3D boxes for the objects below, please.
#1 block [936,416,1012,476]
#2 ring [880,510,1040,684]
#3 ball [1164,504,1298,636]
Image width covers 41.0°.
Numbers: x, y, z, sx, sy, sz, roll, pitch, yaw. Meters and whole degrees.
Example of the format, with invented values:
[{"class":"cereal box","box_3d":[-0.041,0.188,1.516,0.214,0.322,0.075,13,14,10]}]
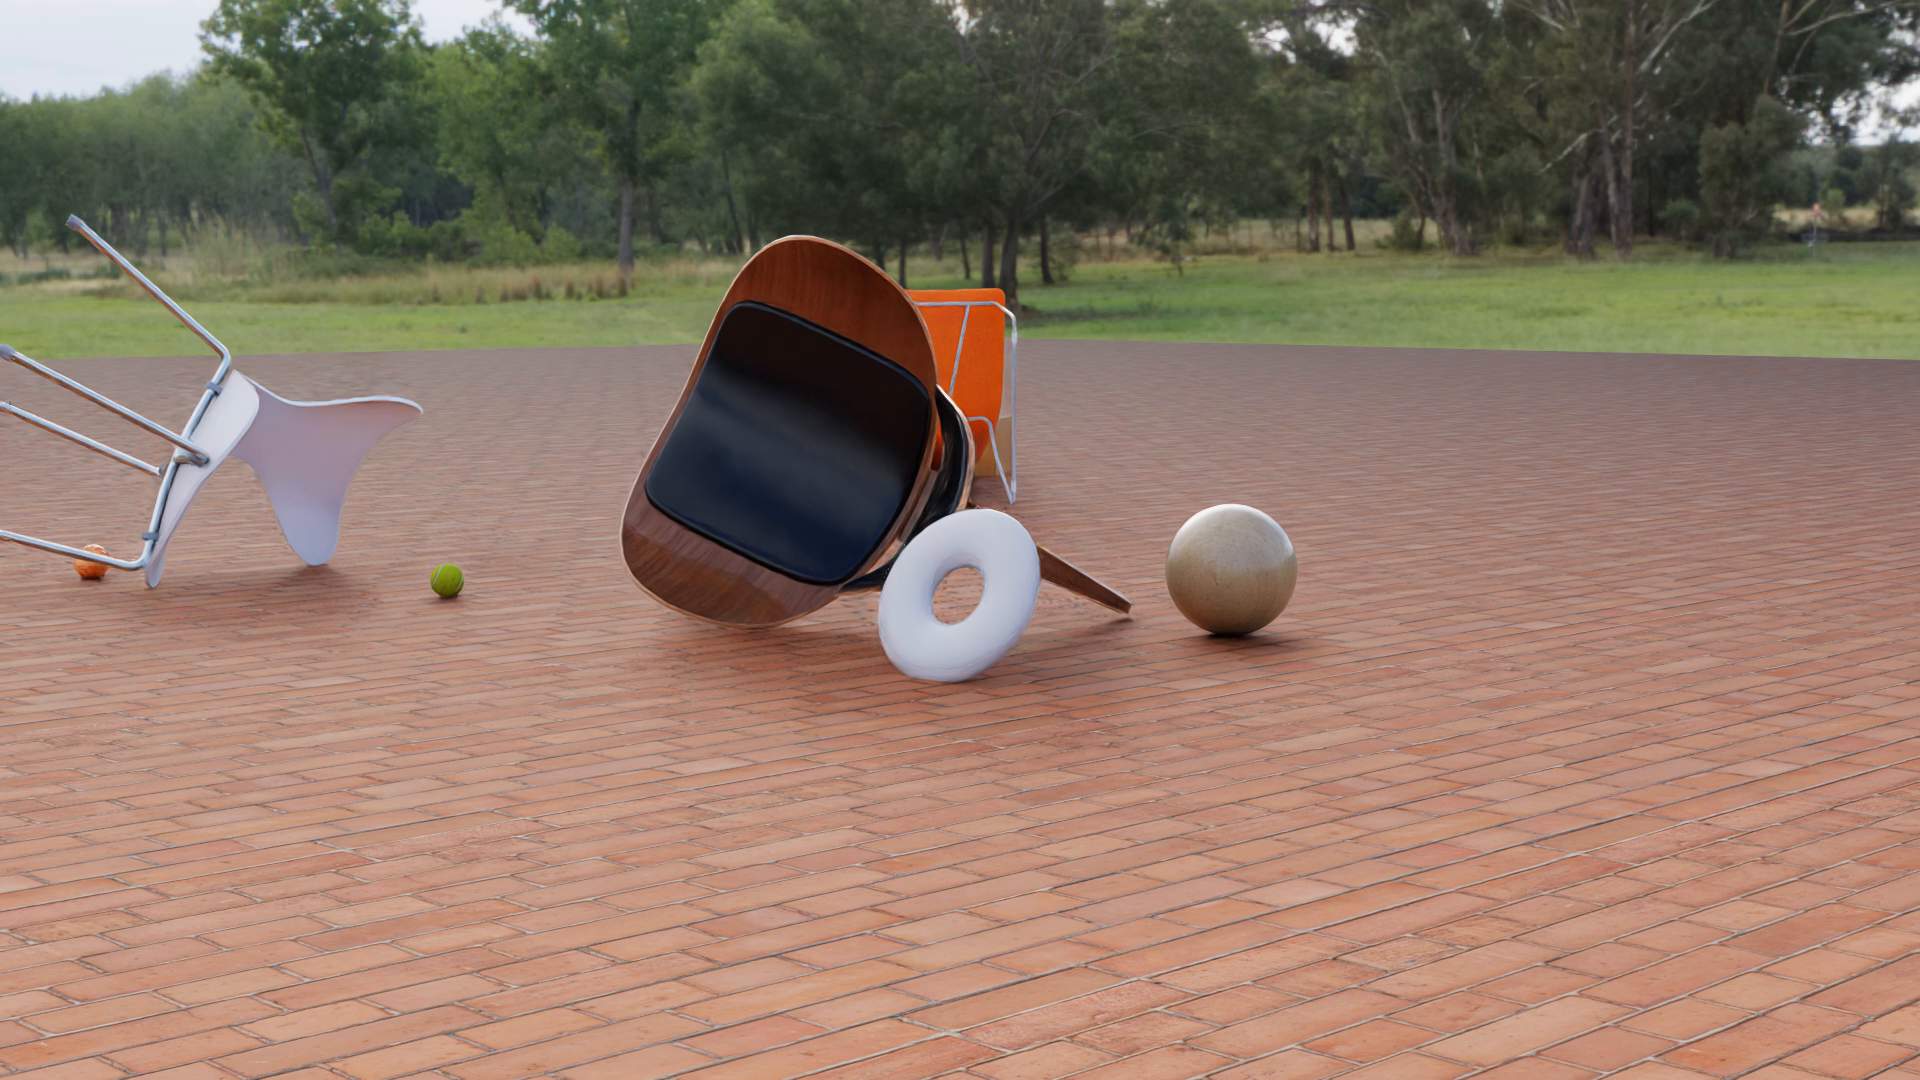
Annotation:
[{"class":"block","box_3d":[0.048,-0.317,8.587,0.204,0.185,0.236,1,6,14]},{"class":"ring","box_3d":[-0.004,0.092,4.226,0.322,0.315,0.045,25,-8,43]},{"class":"ball","box_3d":[0.496,0.055,4.700,0.242,0.242,0.242,0,6,0]}]
